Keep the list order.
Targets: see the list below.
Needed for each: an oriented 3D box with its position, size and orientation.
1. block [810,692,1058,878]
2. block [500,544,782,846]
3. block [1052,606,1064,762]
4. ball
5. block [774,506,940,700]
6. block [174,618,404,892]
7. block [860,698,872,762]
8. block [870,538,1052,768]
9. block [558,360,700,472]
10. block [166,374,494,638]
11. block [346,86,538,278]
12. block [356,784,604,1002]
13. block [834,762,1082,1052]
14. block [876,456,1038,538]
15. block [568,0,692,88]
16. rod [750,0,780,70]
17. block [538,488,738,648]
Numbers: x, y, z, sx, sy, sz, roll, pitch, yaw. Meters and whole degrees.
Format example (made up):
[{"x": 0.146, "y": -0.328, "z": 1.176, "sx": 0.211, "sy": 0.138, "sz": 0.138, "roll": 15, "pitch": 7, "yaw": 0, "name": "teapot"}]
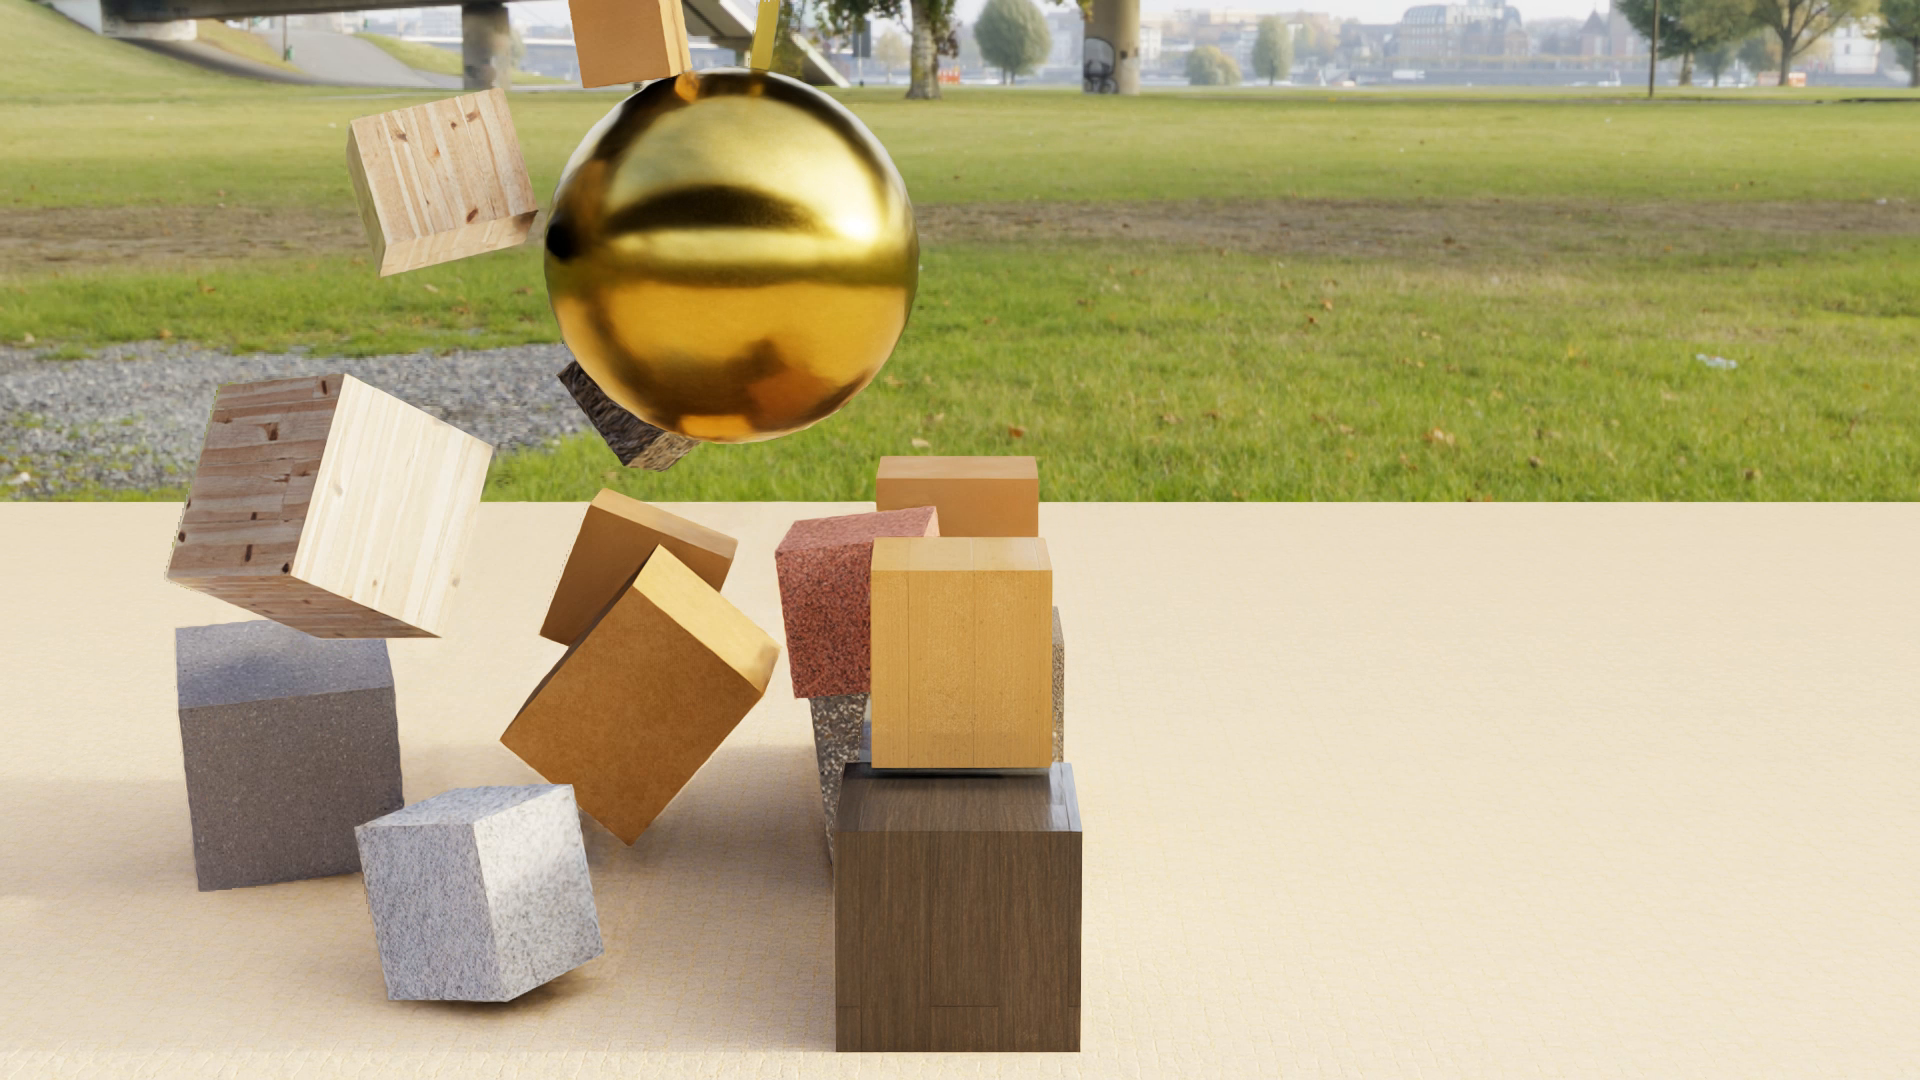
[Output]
[{"x": -0.089, "y": 0.913, "z": 11.481, "sx": 1.025, "sy": 0.981, "sz": 1.005, "roll": -7, "pitch": 10, "yaw": 1, "name": "block"}, {"x": -1.434, "y": 0.691, "z": 11.677, "sx": 0.749, "sy": 0.935, "sz": 0.834, "roll": 40, "pitch": 10, "yaw": -7, "name": "block"}, {"x": -0.013, "y": 0.845, "z": 12.429, "sx": 0.998, "sy": 0.891, "sz": 0.858, "roll": 0, "pitch": 10, "yaw": 0, "name": "block"}, {"x": -0.972, "y": -1.211, "z": 10.960, "sx": 1.600, "sy": 1.600, "sz": 1.600, "roll": 0, "pitch": 10, "yaw": 0, "name": "ball"}, {"x": -0.392, "y": 0.254, "z": 10.804, "sx": 0.616, "sy": 0.622, "sz": 0.664, "roll": -6, "pitch": 11, "yaw": 5, "name": "block"}, {"x": -2.973, "y": 0.920, "z": 11.409, "sx": 0.894, "sy": 0.902, "sz": 0.786, "roll": -6, "pitch": 25, "yaw": -16, "name": "block"}, {"x": -0.017, "y": 1.185, "z": 10.584, "sx": 0.755, "sy": 0.882, "sz": 0.842, "roll": 0, "pitch": 10, "yaw": 0, "name": "block"}, {"x": 0.003, "y": 0.431, "z": 10.116, "sx": 0.689, "sy": 0.770, "sz": 0.705, "roll": 0, "pitch": 10, "yaw": -1, "name": "block"}, {"x": -1.548, "y": -0.743, "z": 12.844, "sx": 0.525, "sy": 0.577, "sz": 0.572, "roll": -39, "pitch": -10, "yaw": 10, "name": "block"}, {"x": -2.534, "y": -0.116, "z": 10.356, "sx": 0.795, "sy": 0.825, "sz": 0.791, "roll": -2, "pitch": -20, "yaw": 38, "name": "block"}, {"x": -2.171, "y": -1.487, "z": 10.713, "sx": 0.630, "sy": 0.529, "sz": 0.618, "roll": -16, "pitch": -2, "yaw": -16, "name": "block"}, {"x": -1.842, "y": 1.349, "z": 9.865, "sx": 0.606, "sy": 0.682, "sz": 0.571, "roll": -6, "pitch": 7, "yaw": 32, "name": "block"}, {"x": -0.006, "y": 1.369, "z": 9.705, "sx": 0.889, "sy": 0.835, "sz": 0.932, "roll": 0, "pitch": 10, "yaw": 0, "name": "block"}, {"x": -0.011, "y": 0.025, "z": 12.323, "sx": 0.755, "sy": 0.759, "sz": 0.716, "roll": 0, "pitch": 10, "yaw": 0, "name": "block"}, {"x": -1.385, "y": -2.158, "z": 10.760, "sx": 0.376, "sy": 0.441, "sz": 0.445, "roll": -7, "pitch": 14, "yaw": 7, "name": "block"}, {"x": -0.421, "y": -4.512, "z": 10.360, "sx": 0.080, "sy": 5.200, "sz": 0.080, "roll": 9, "pitch": 10, "yaw": -2, "name": "rod"}, {"x": -1.553, "y": 0.226, "z": 12.518, "sx": 0.722, "sy": 0.673, "sz": 0.748, "roll": 22, "pitch": 6, "yaw": -5, "name": "block"}]
